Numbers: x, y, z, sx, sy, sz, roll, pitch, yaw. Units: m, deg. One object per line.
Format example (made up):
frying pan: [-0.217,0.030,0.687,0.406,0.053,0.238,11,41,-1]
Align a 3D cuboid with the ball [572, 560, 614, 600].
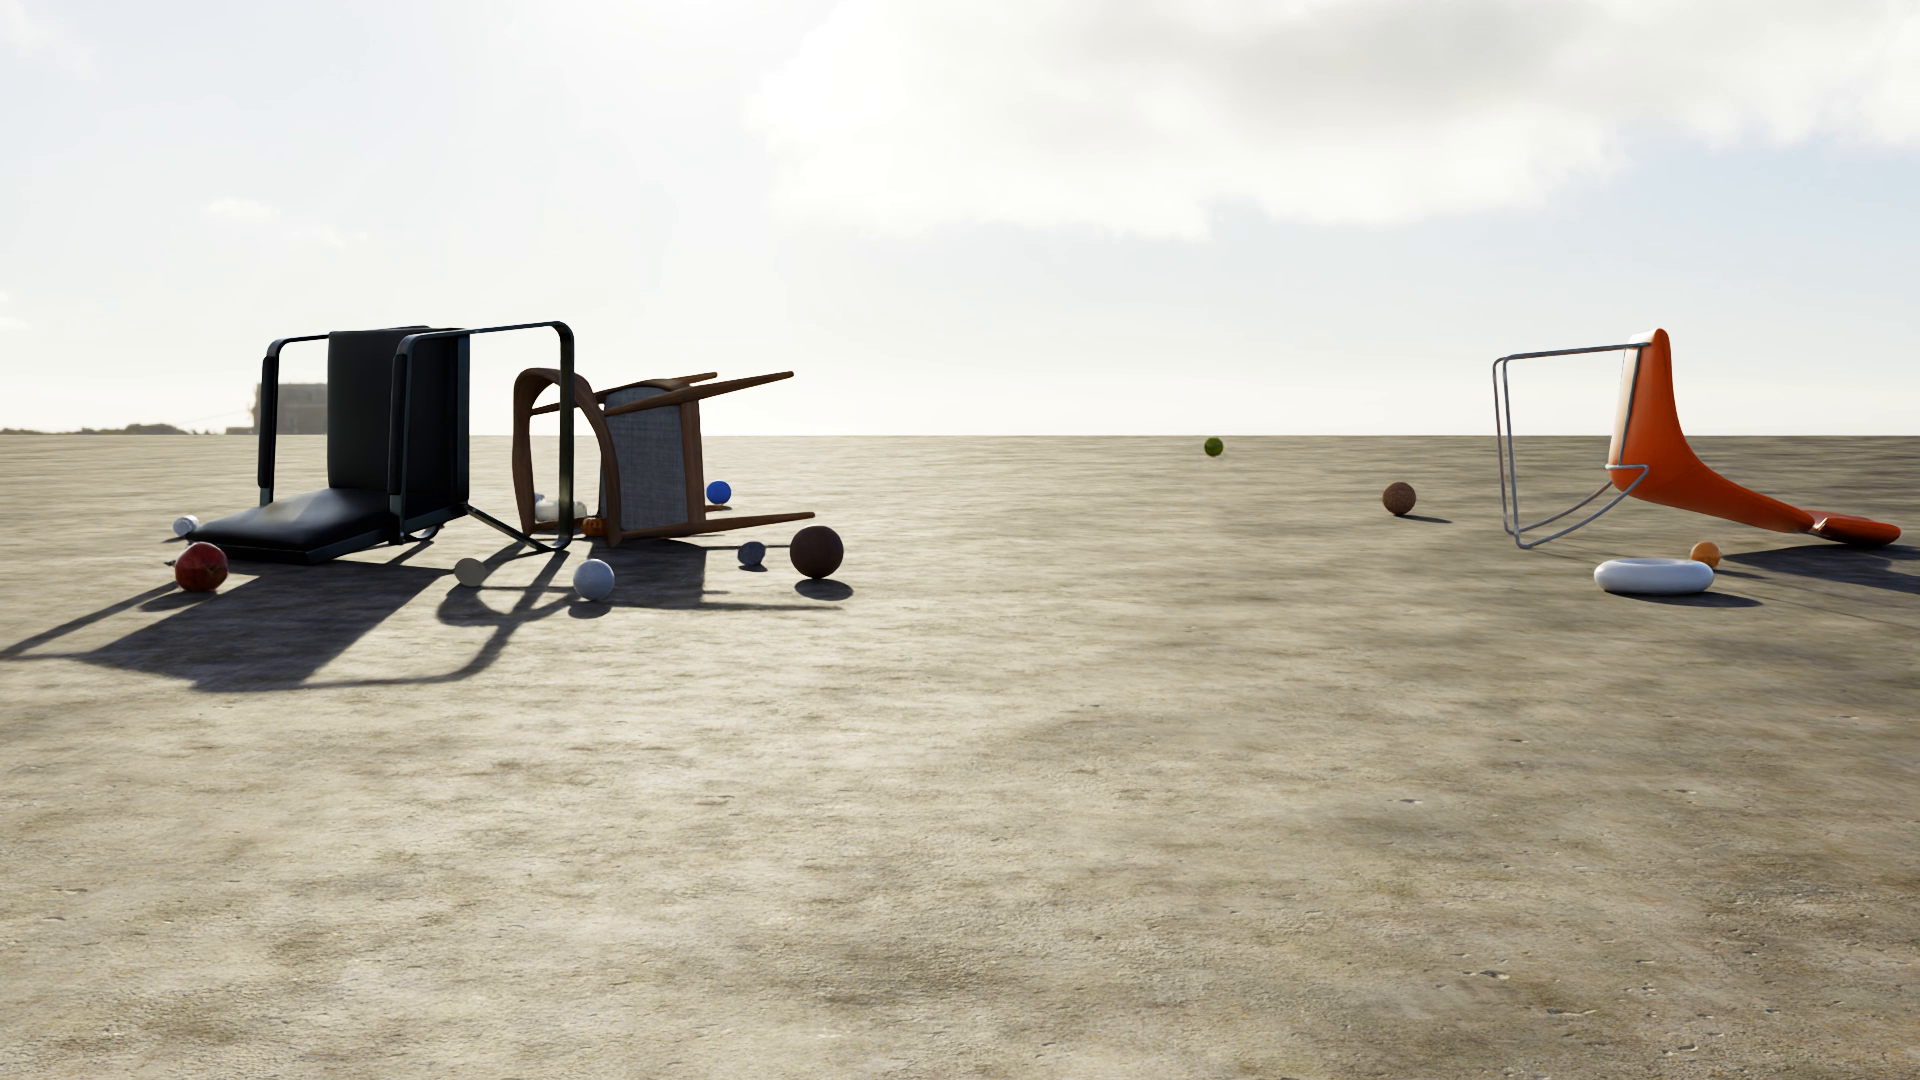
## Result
ball: [-0.778,0.085,4.669,0.088,0.088,0.088,0,4,0]

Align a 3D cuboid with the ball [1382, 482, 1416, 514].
ball: [1.572,-0.150,7.869,0.118,0.118,0.118,0,4,0]

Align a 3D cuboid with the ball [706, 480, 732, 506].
ball: [-0.932,-0.183,8.497,0.098,0.098,0.098,0,4,0]

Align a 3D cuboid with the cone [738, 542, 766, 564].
cone: [-0.524,0.046,5.654,0.080,0.067,0.063,-6,-26,17]

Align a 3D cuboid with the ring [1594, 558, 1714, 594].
ring: [1.543,0.080,4.893,0.256,0.067,0.258,1,5,31]
